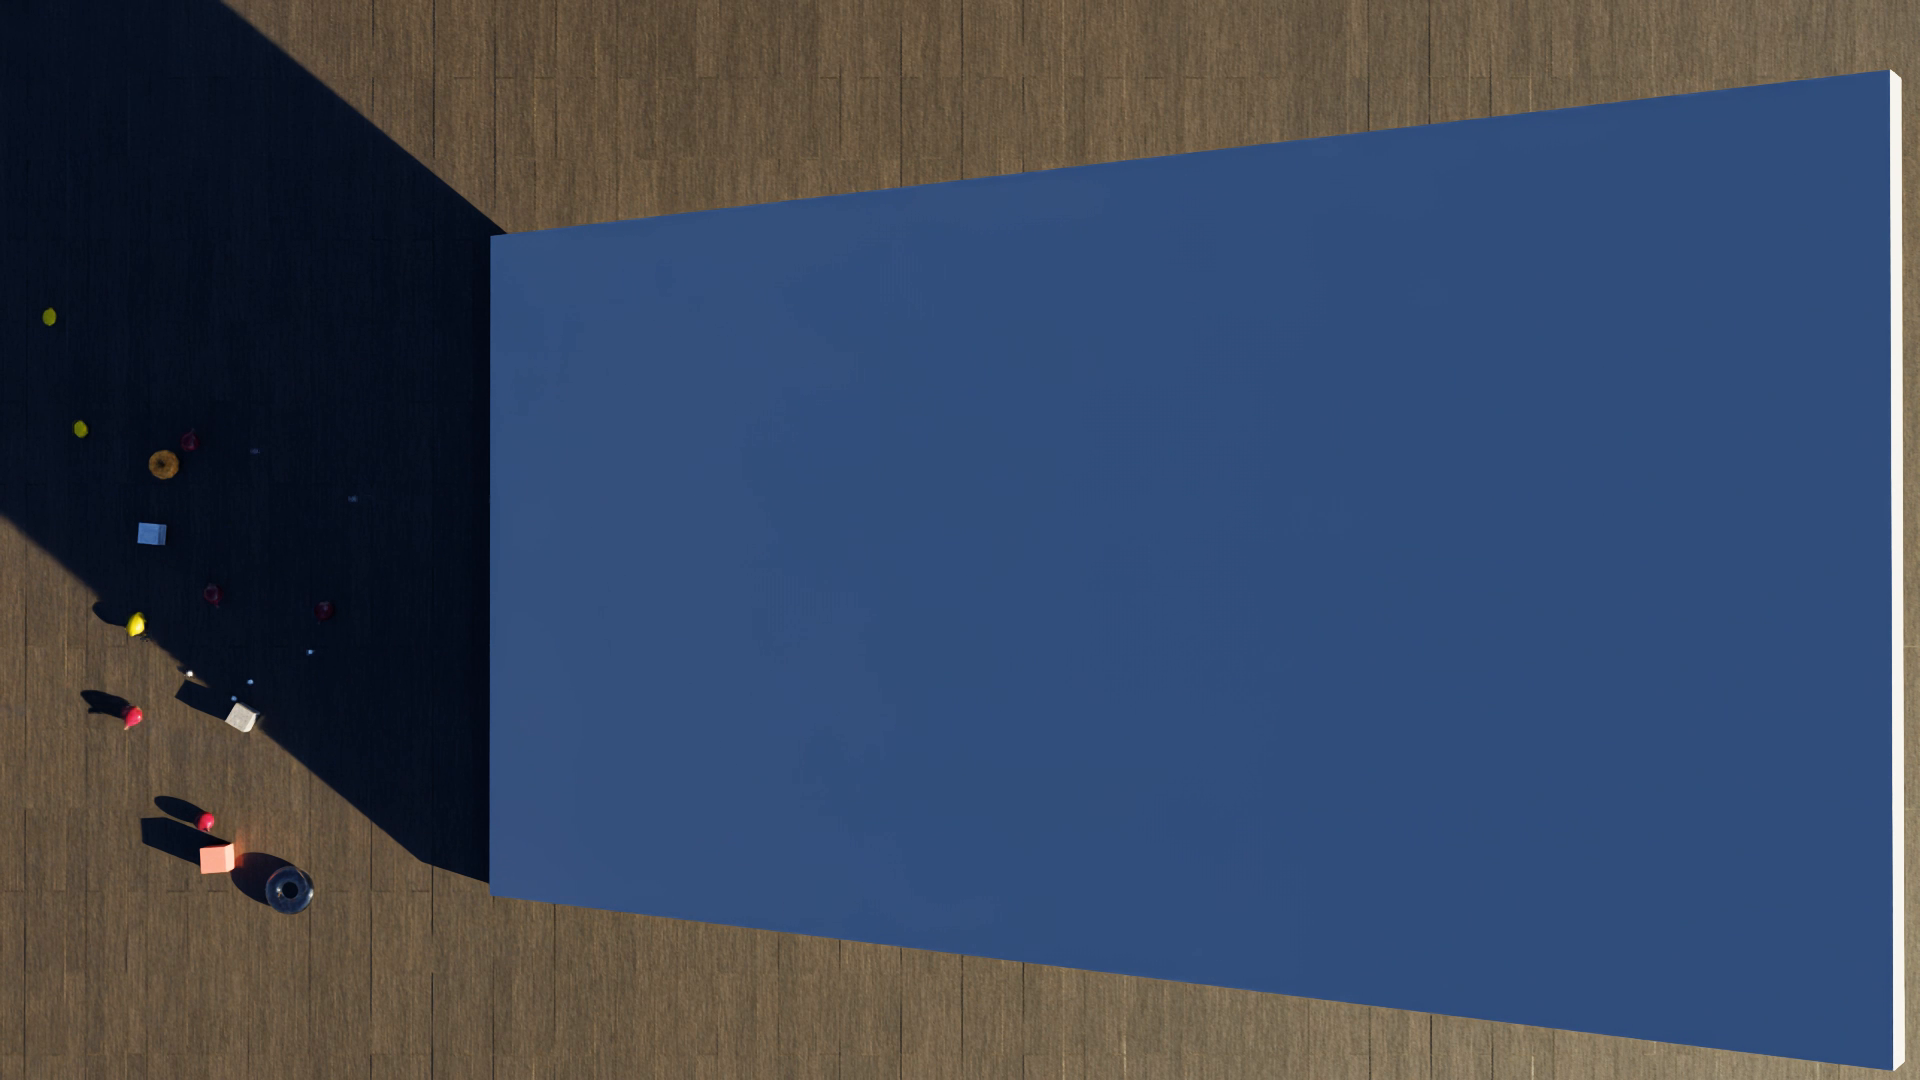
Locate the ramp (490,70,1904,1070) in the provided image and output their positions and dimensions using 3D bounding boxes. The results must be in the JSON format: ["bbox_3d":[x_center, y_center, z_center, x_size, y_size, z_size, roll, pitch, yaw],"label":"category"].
[{"bbox_3d":[0.246,0.068,5.573,4.000,0.100,2.000,0,89,35],"label":"ramp"}]

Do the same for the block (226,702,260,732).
[{"bbox_3d":[-2.190,0.541,6.718,0.064,0.064,0.064,31,90,0],"label":"block"}]

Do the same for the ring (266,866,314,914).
[{"bbox_3d":[-2.048,1.071,6.721,0.149,0.050,0.149,0,90,-1],"label":"ring"}]

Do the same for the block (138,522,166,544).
[{"bbox_3d":[-2.470,-0.019,6.723,0.062,0.062,0.062,5,90,0],"label":"block"}]

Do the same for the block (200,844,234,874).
[{"bbox_3d":[-2.266,0.972,6.708,0.075,0.075,0.075,-4,90,0],"label":"block"}]
